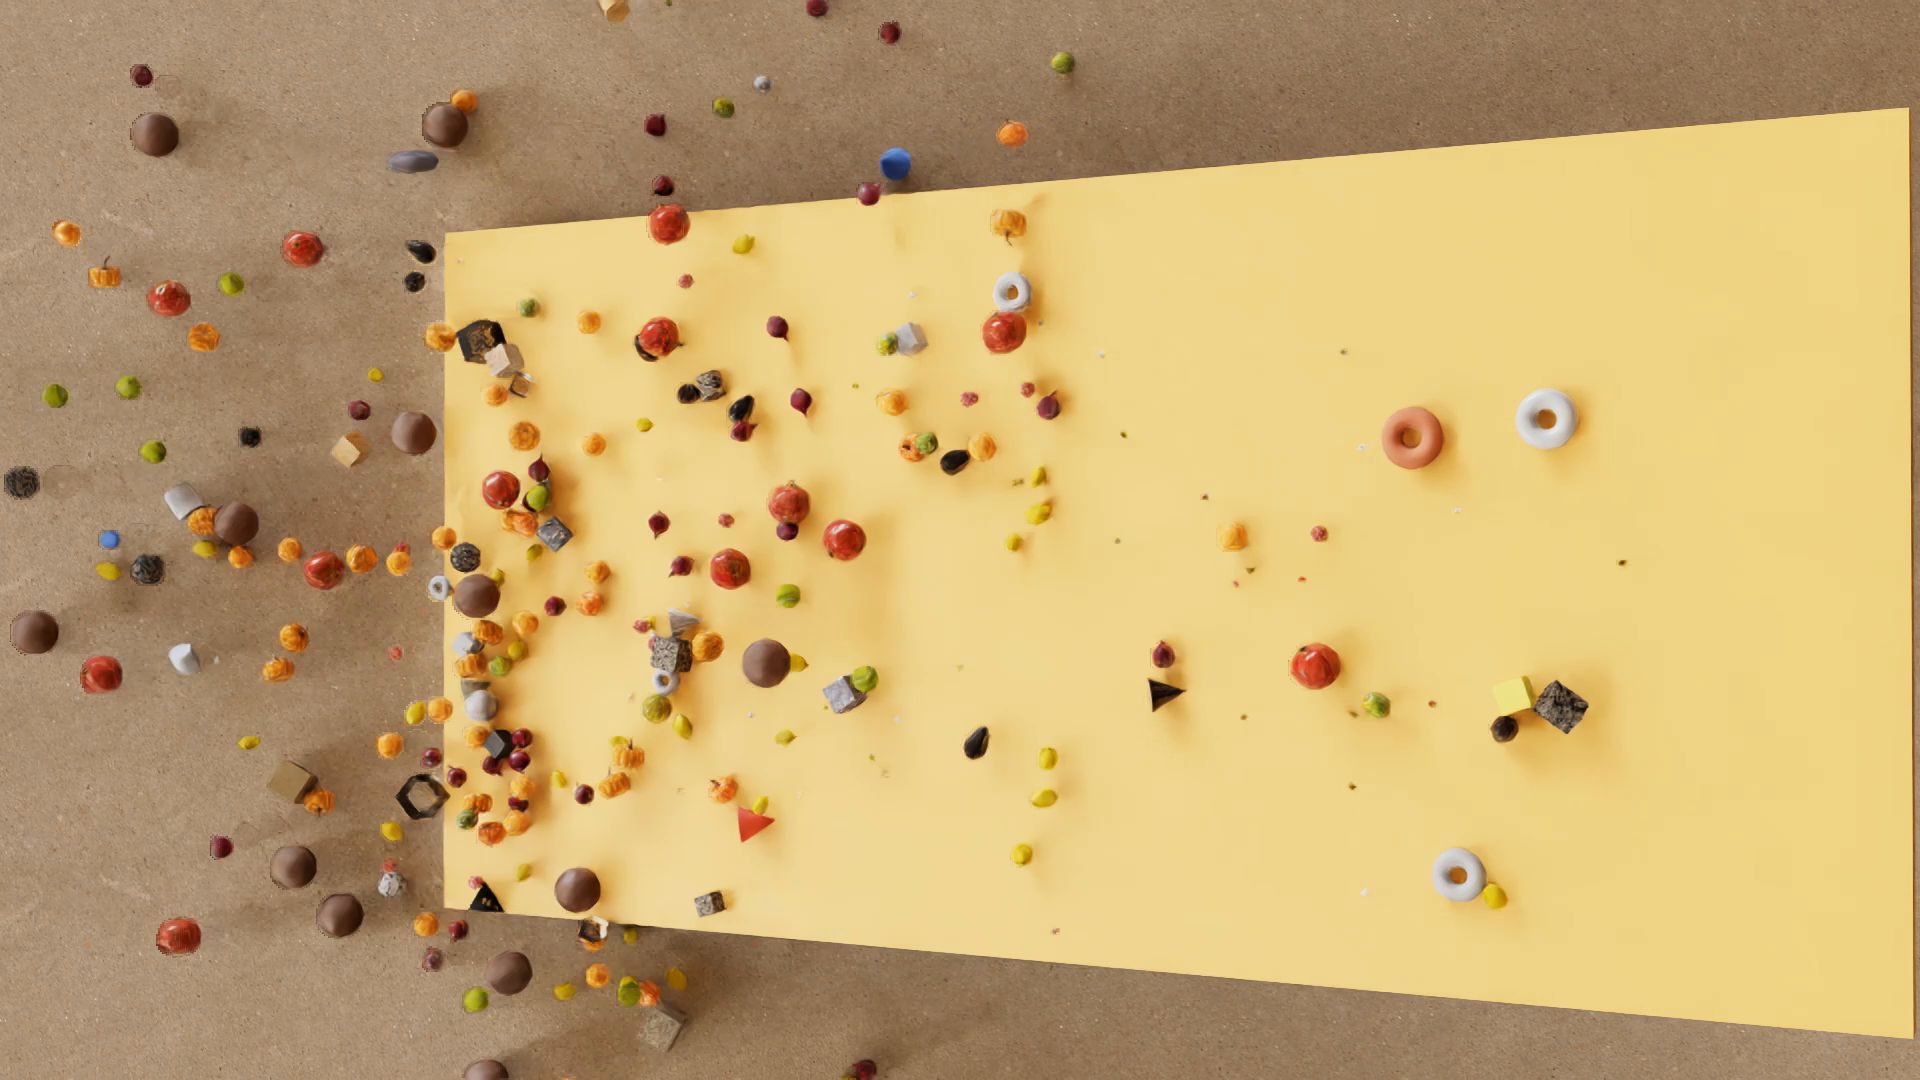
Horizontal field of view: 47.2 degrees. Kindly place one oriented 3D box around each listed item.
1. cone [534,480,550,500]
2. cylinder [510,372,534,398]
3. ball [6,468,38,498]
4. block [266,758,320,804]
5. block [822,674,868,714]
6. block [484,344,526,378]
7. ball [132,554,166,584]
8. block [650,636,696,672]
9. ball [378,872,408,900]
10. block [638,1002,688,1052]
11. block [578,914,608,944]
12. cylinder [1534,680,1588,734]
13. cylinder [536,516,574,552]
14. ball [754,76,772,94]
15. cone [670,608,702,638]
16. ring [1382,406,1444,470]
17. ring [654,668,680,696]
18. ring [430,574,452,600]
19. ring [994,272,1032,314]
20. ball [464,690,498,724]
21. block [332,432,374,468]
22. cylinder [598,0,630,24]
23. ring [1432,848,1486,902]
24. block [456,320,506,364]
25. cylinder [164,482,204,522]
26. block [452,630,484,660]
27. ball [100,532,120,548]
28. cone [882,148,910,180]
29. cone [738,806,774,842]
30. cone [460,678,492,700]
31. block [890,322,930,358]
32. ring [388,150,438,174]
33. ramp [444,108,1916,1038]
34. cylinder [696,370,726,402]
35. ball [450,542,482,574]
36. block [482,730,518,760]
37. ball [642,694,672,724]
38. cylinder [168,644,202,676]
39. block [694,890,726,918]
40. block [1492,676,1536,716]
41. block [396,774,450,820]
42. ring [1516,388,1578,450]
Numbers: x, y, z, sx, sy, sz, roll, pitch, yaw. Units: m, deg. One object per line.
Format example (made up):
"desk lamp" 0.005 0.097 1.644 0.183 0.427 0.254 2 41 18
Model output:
"cone" -1.194 -0.136 6.343 0.056 0.056 0.056 -24 107 0
"cylinder" -1.267 -0.449 6.364 0.055 0.055 0.055 30 106 0
"ball" -2.801 -0.170 6.570 0.091 0.091 0.091 0 89 0
"block" -1.985 0.720 6.547 0.094 0.094 0.094 31 80 5
"block" -0.306 0.411 5.861 0.074 0.074 0.074 -36 74 22
"block" -1.322 -0.520 6.385 0.071 0.071 0.071 -30 76 23
"ball" -2.422 0.088 6.566 0.093 0.093 0.093 0 89 0
"block" -0.798 0.318 6.106 0.082 0.082 0.082 14 95 26
"ball" -1.691 1.031 6.553 0.084 0.084 0.084 0 89 0
"block" -0.884 1.449 6.544 0.098 0.098 0.098 29 91 4
"block" -1.040 1.104 6.238 0.053 0.053 0.053 18 103 24
"cylinder" 1.366 0.379 4.998 0.087 0.087 0.087 35 89 3
"cylinder" -1.157 -0.016 6.279 0.075 0.075 0.075 -44 89 0
"ball" -0.591 -1.368 6.603 0.050 0.050 0.050 0 89 0
"cone" -0.756 0.226 6.109 0.089 0.089 0.089 -7 89 0
"ring" 1.067 -0.241 5.190 0.149 0.050 0.149 0 90 28
"ring" -0.821 0.393 6.148 0.084 0.028 0.084 0 91 26
"ring" -1.540 0.142 6.514 0.077 0.026 0.077 0 91 27
"ring" 0.137 -0.635 5.670 0.110 0.037 0.110 0 90 26
"ball" -1.391 0.484 6.391 0.096 0.096 0.096 0 89 0
"block" -1.816 -0.269 6.569 0.072 0.072 0.072 44 114 0
"cylinder" -1.024 -1.582 6.508 0.072 0.072 0.072 -28 58 0
"ring" 1.165 0.784 5.134 0.126 0.042 0.126 0 91 26
"block" -1.392 -0.578 6.410 0.092 0.092 0.092 -26 78 24
"cylinder" -2.319 -0.113 6.572 0.085 0.085 0.085 -37 90 0
"block" -1.442 0.308 6.444 0.058 0.058 0.058 43 108 21
"ball" -2.546 0.000 6.587 0.053 0.053 0.053 0 89 0
"cone" -0.213 -1.129 6.561 0.098 0.098 0.098 1 92 25
"cone" -0.550 0.769 5.997 0.100 0.100 0.100 -7 89 0
"cone" -1.410 0.431 6.439 0.082 0.082 0.082 -17 89 -1
"block" -0.134 -0.527 5.790 0.064 0.064 0.064 -31 76 23
"ring" -1.630 -1.127 6.551 0.146 0.146 0.049 0 110 0
"ramp" 0.279 0.079 5.667 4.000 0.100 2.000 0 89 27
"cylinder" -0.687 -0.425 6.066 0.066 0.066 0.066 -19 81 0
"ball" -1.445 0.052 6.431 0.089 0.089 0.089 0 89 0
"block" -1.334 0.593 6.386 0.059 0.059 0.059 45 108 20
"ball" -0.841 0.468 6.102 0.085 0.085 0.085 0 89 0
"cylinder" -2.311 0.357 6.558 0.070 0.070 0.070 -17 128 0
"block" -0.690 1.003 6.059 0.055 0.055 0.055 -22 80 25
"block" 1.278 0.359 5.064 0.071 0.071 0.071 -22 80 25
"block" -1.587 0.757 6.494 0.092 0.092 0.092 -49 69 19
"ring" 1.347 -0.277 5.050 0.142 0.047 0.142 2 94 28
